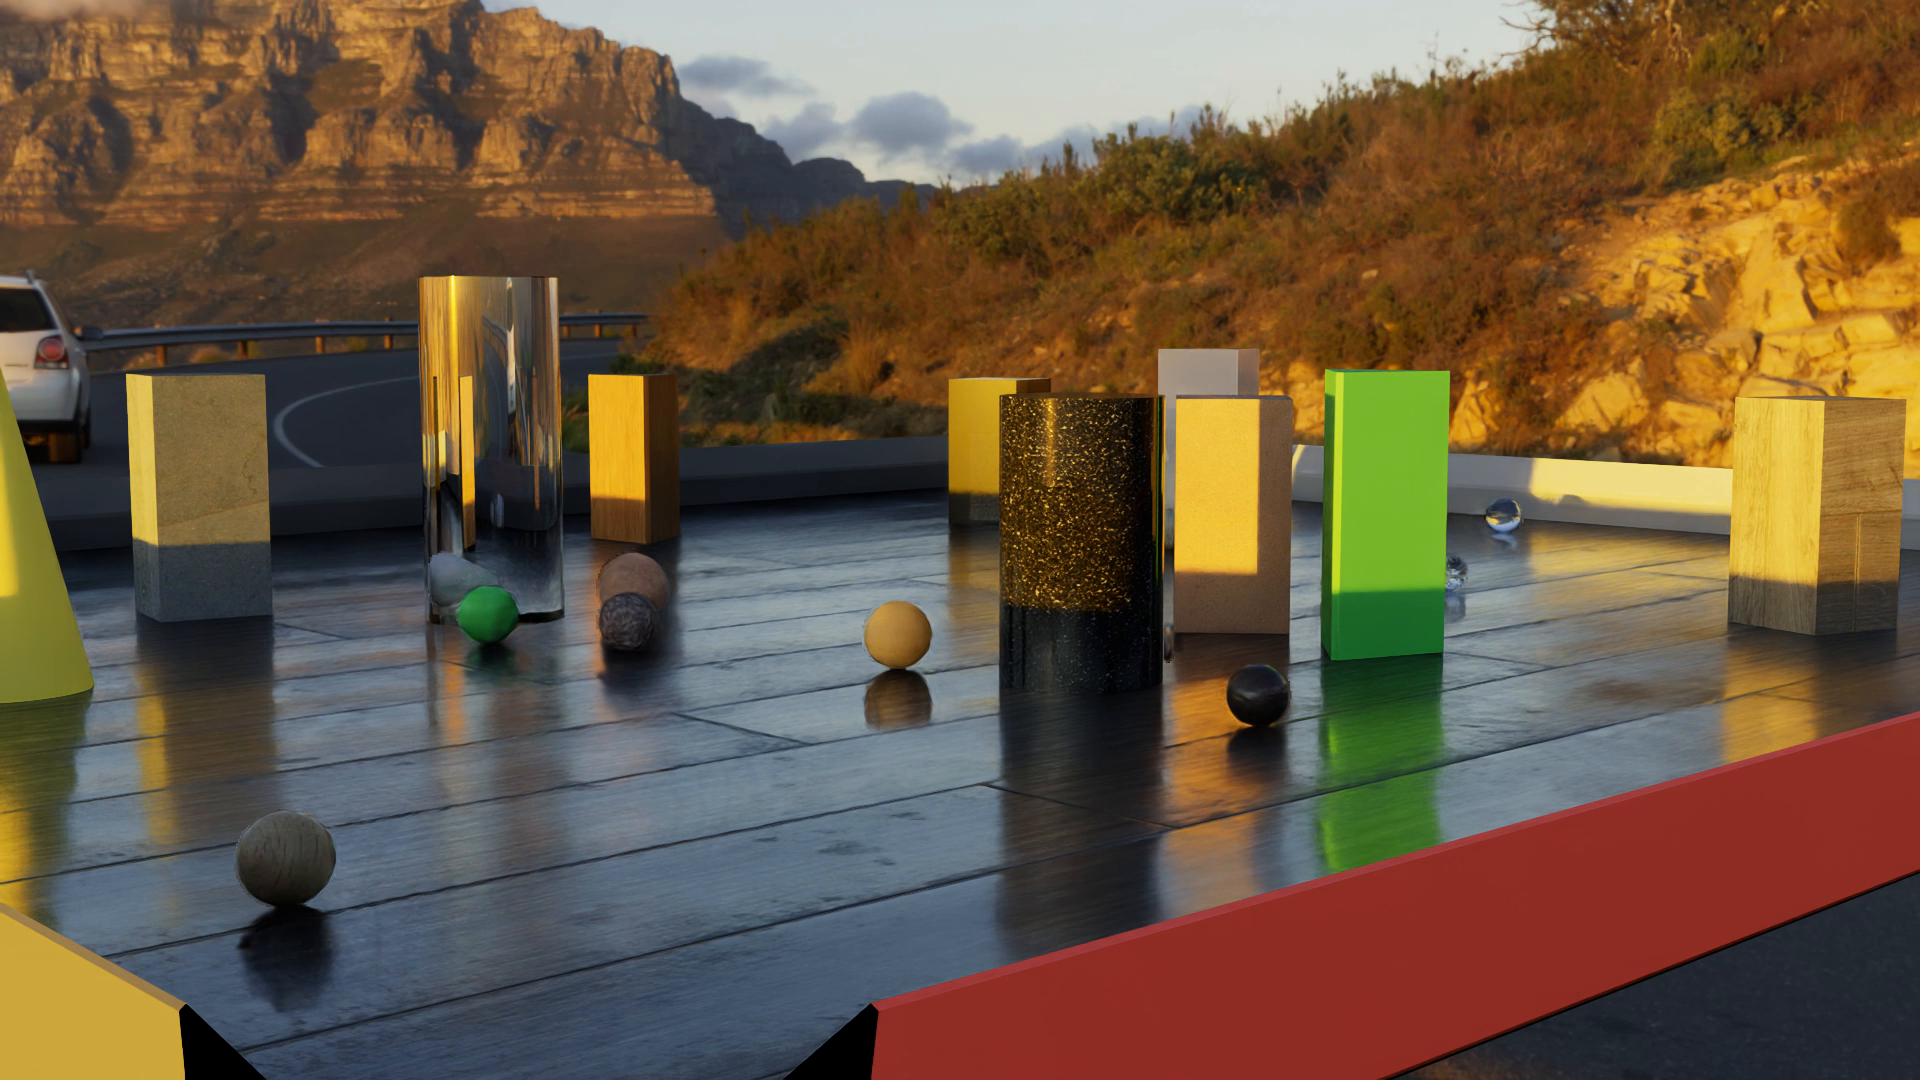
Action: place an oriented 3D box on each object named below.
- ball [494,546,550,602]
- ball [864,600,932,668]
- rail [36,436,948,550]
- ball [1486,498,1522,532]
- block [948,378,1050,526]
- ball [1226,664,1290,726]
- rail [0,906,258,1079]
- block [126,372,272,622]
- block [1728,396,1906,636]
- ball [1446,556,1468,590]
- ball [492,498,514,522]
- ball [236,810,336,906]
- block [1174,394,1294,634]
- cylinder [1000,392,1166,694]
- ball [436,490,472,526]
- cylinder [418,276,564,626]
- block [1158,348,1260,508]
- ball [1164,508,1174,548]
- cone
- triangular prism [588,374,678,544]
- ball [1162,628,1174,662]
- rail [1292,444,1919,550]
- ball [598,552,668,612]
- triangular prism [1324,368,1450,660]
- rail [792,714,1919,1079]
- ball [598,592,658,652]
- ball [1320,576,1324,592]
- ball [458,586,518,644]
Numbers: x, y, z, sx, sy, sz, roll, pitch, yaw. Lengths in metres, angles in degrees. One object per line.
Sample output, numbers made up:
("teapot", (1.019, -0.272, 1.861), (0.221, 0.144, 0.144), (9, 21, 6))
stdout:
("ball", (-0.671, 0.053, 3.373), (0.085, 0.085, 0.085), (0, 6, 0))
("ball", (-0.078, 0.118, 2.744), (0.085, 0.085, 0.085), (0, 6, 0))
("rail", (-1.132, -0.093, 4.552), (3.693, 0.129, 0.045), (-5, 8, -42))
("ball", (1.095, -0.050, 4.427), (0.071, 0.071, 0.071), (0, 6, 0))
("block", (0.085, -0.189, 4.645), (0.159, 0.302, 0.159), (3, 7, 29))
("ball", (0.320, 0.166, 2.366), (0.067, 0.067, 0.067), (0, 6, 0))
("rail", (-1.340, 0.162, 2.102), (0.045, 0.129, 3.386), (-5, 8, -42))
("block", (-1.122, -0.068, 3.245), (0.159, 0.352, 0.159), (-4, 7, -33))
("block", (1.212, -0.040, 3.116), (0.159, 0.322, 0.159), (-3, 7, -26))
("ball", (0.785, 0.054, 3.520), (0.053, 0.053, 0.053), (0, 6, 0))
("ball", (-0.970, -0.064, 4.669), (0.049, 0.049, 0.049), (0, 6, 0))
("ball", (-0.506, 0.239, 1.650), (0.071, 0.071, 0.071), (0, 6, 0))
("block", (0.384, -0.040, 3.112), (0.159, 0.324, 0.159), (1, 6, 5))
("cylinder", (0.146, -0.002, 2.650), (0.199, 0.344, 0.199), (0, 6, 0))
("ball", (-1.051, -0.066, 4.562), (0.074, 0.074, 0.074), (0, 6, 0))
("cylinder", (-0.677, -0.132, 3.181), (0.199, 0.493, 0.199), (0, 6, 0))
("block", (0.489, -0.191, 4.331), (0.159, 0.371, 0.159), (2, 6, 22))
("ball", (0.394, -0.022, 4.127), (0.078, 0.078, 0.078), (0, 6, 0))
("cone", (-1.128, -0.038, 2.574), (0.199, 0.430, 0.199), (0, 6, 0))
("triangular prism", (-0.612, -0.164, 4.316), (0.172, 0.321, 0.149), (5, 8, 42))
("ball", (0.248, 0.132, 2.786), (0.048, 0.048, 0.048), (0, 6, 0))
("rail", (1.340, -0.094, 4.561), (0.045, 0.129, 3.386), (-5, 8, -42))
("ball", (-0.469, 0.068, 3.154), (0.099, 0.099, 0.099), (0, 6, 0))
("triangular prism", (0.525, -0.040, 2.897), (0.172, 0.367, 0.149), (-3, 7, -25))
("rail", (1.132, 0.161, 2.111), (3.693, 0.129, 0.045), (-5, 8, -42))
("ball", (-0.435, 0.107, 2.886), (0.078, 0.078, 0.078), (0, 6, 0))
("ball", (0.584, 0.068, 3.420), (0.045, 0.045, 0.045), (0, 6, 0))
("ball", (-0.633, 0.100, 2.950), (0.078, 0.078, 0.078), (0, 6, 0))
